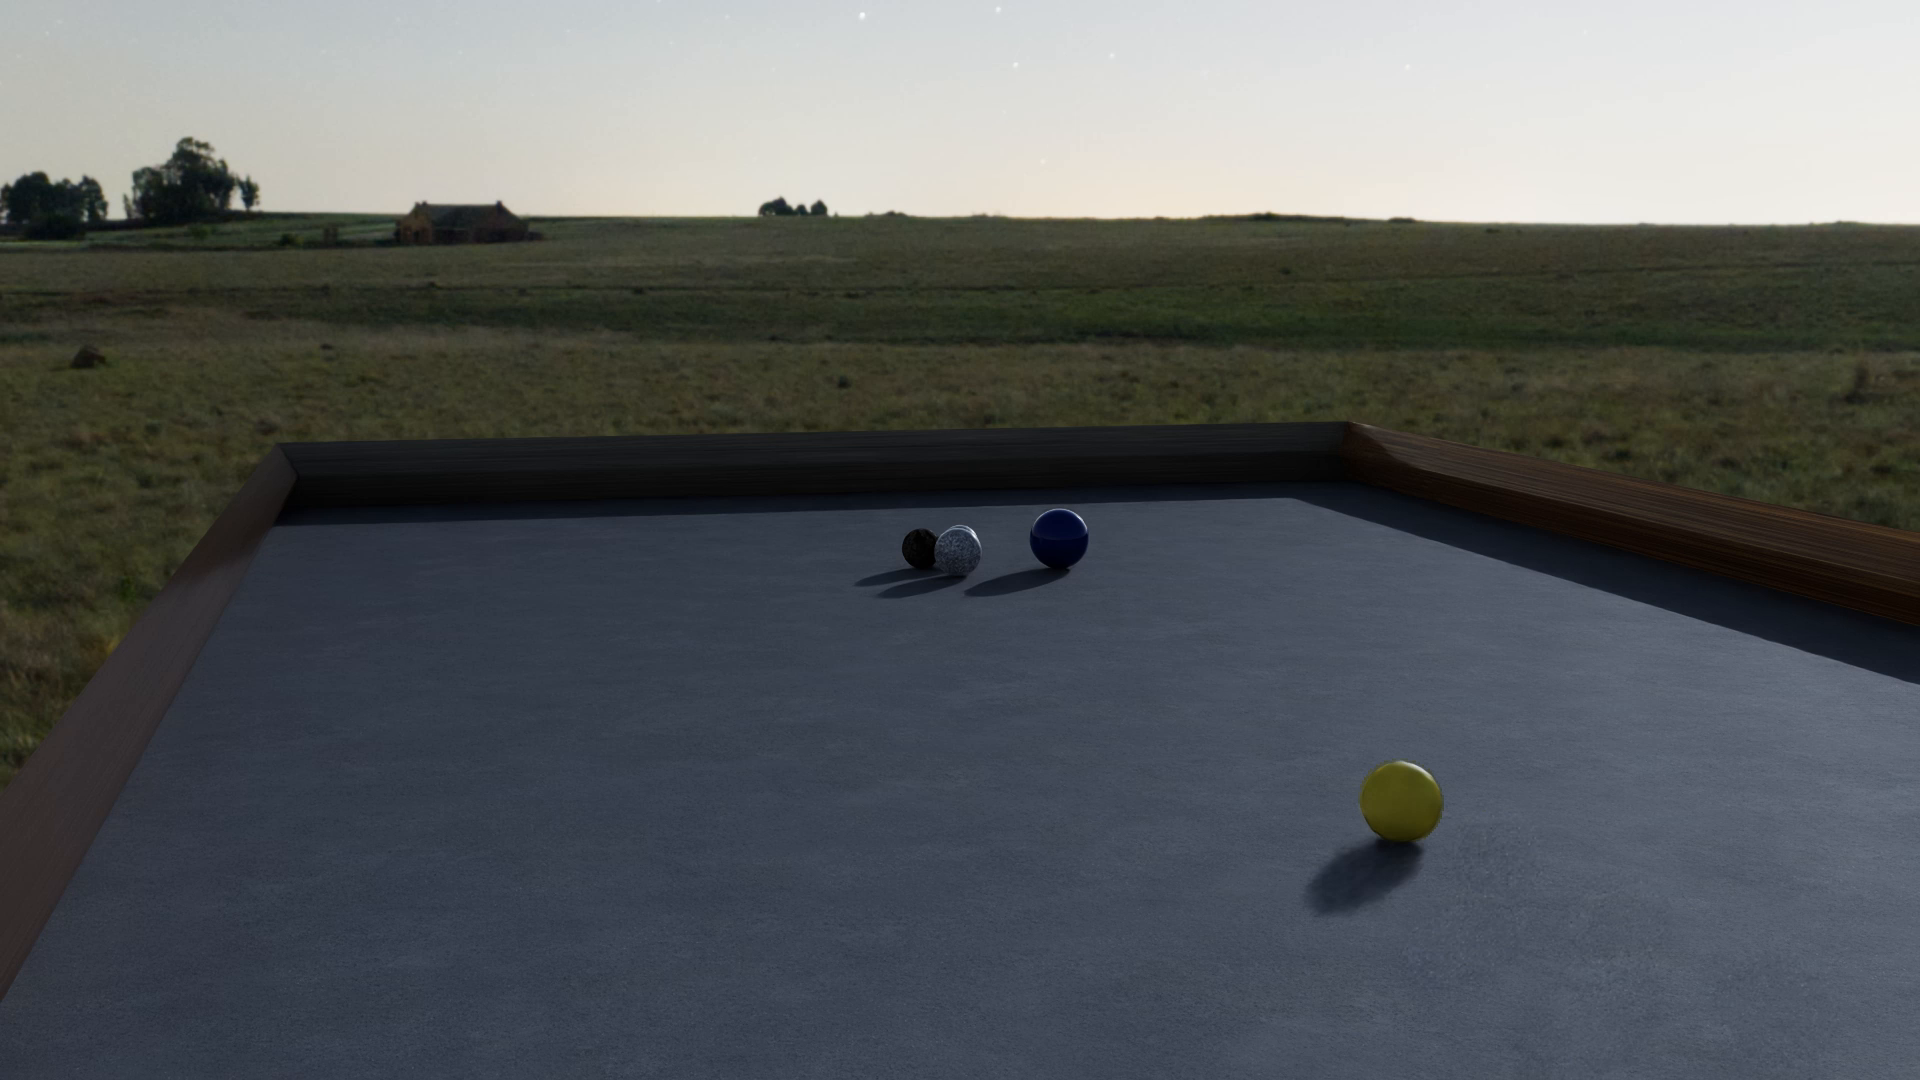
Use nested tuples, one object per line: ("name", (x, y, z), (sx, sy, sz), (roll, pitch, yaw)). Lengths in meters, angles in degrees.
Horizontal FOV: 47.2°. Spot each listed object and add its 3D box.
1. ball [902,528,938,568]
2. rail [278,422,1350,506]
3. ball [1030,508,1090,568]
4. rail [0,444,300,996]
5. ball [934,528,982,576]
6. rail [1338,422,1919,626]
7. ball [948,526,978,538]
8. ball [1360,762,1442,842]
("ball", (-0.061, 0.014, 3.558), (0.065, 0.065, 0.065), (0, 8, 0))
("rail", (-0.241, -0.163, 4.625), (2.293, 0.126, 0.045), (-2, 8, -13))
("ball", (0.161, -0.002, 3.553), (0.097, 0.097, 0.097), (0, 8, 0))
("rail", (-0.846, 0.148, 2.328), (0.045, 0.126, 4.278), (-2, 8, -13))
("ball", (-0.003, 0.019, 3.476), (0.076, 0.076, 0.076), (0, 8, 0))
("rail", (1.339, 0.079, 2.842), (0.045, 0.126, 4.278), (-2, 8, -13))
("ball", (0.000, 0.007, 3.619), (0.062, 0.062, 0.062), (0, 8, 0))
("ball", (0.388, 0.231, 1.934), (0.070, 0.070, 0.070), (0, 8, 0))
